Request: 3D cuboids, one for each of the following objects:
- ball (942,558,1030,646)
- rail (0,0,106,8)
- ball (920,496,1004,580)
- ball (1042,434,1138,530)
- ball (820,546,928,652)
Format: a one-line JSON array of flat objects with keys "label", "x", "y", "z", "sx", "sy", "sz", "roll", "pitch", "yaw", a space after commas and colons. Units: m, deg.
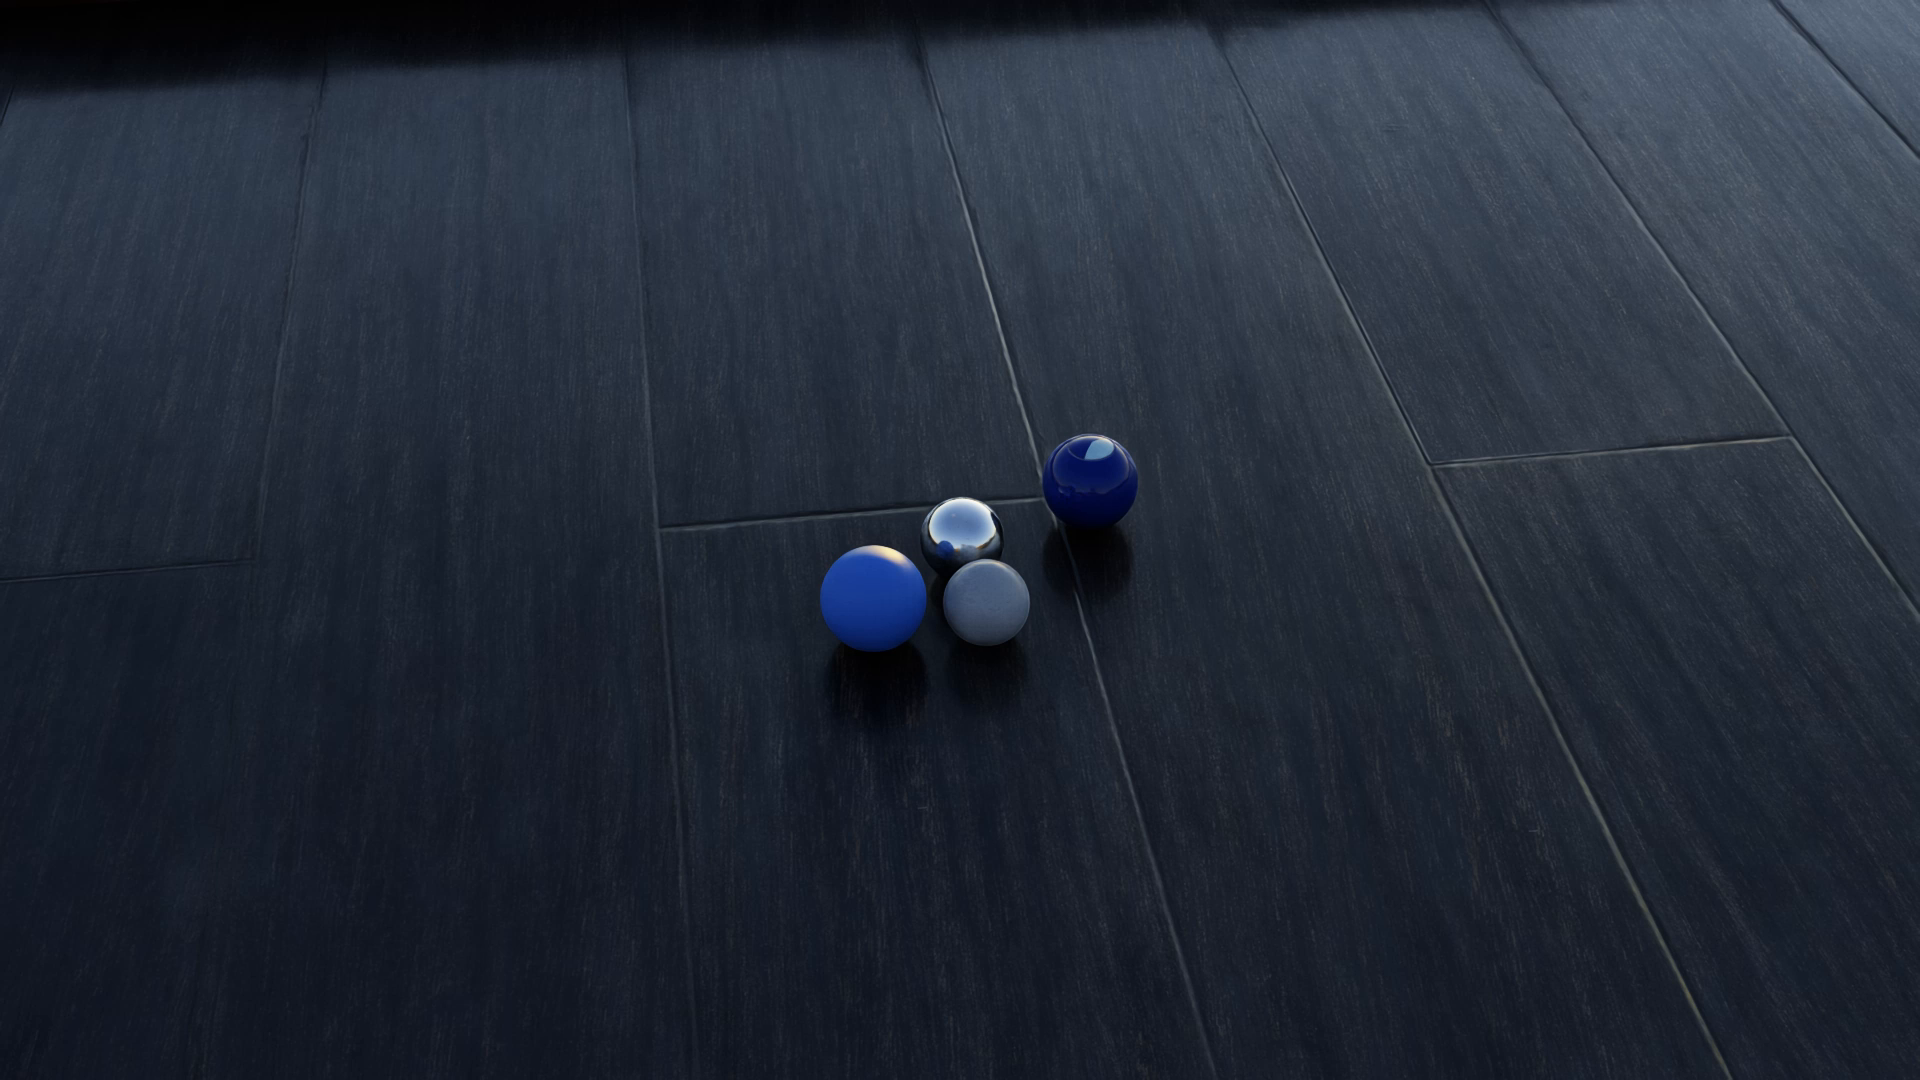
[{"label": "ball", "x": 0.016, "y": 0.037, "z": 1.516, "sx": 0.052, "sy": 0.052, "sz": 0.052, "roll": 0, "pitch": 37, "yaw": 0}, {"label": "rail", "x": 0.724, "y": -0.612, "z": 2.364, "sx": 3.425, "sy": 0.082, "sz": 0.045, "roll": -5, "pitch": 37, "yaw": -6}, {"label": "ball", "x": 0.001, "y": 0.000, "z": 1.567, "sx": 0.052, "sy": 0.052, "sz": 0.052, "roll": 0, "pitch": 37, "yaw": 0}, {"label": "ball", "x": 0.082, "y": -0.036, "z": 1.608, "sx": 0.061, "sy": 0.061, "sz": 0.061, "roll": 0, "pitch": 37, "yaw": 0}, {"label": "ball", "x": -0.051, "y": 0.035, "z": 1.510, "sx": 0.063, "sy": 0.063, "sz": 0.063, "roll": 0, "pitch": 37, "yaw": 0}]
